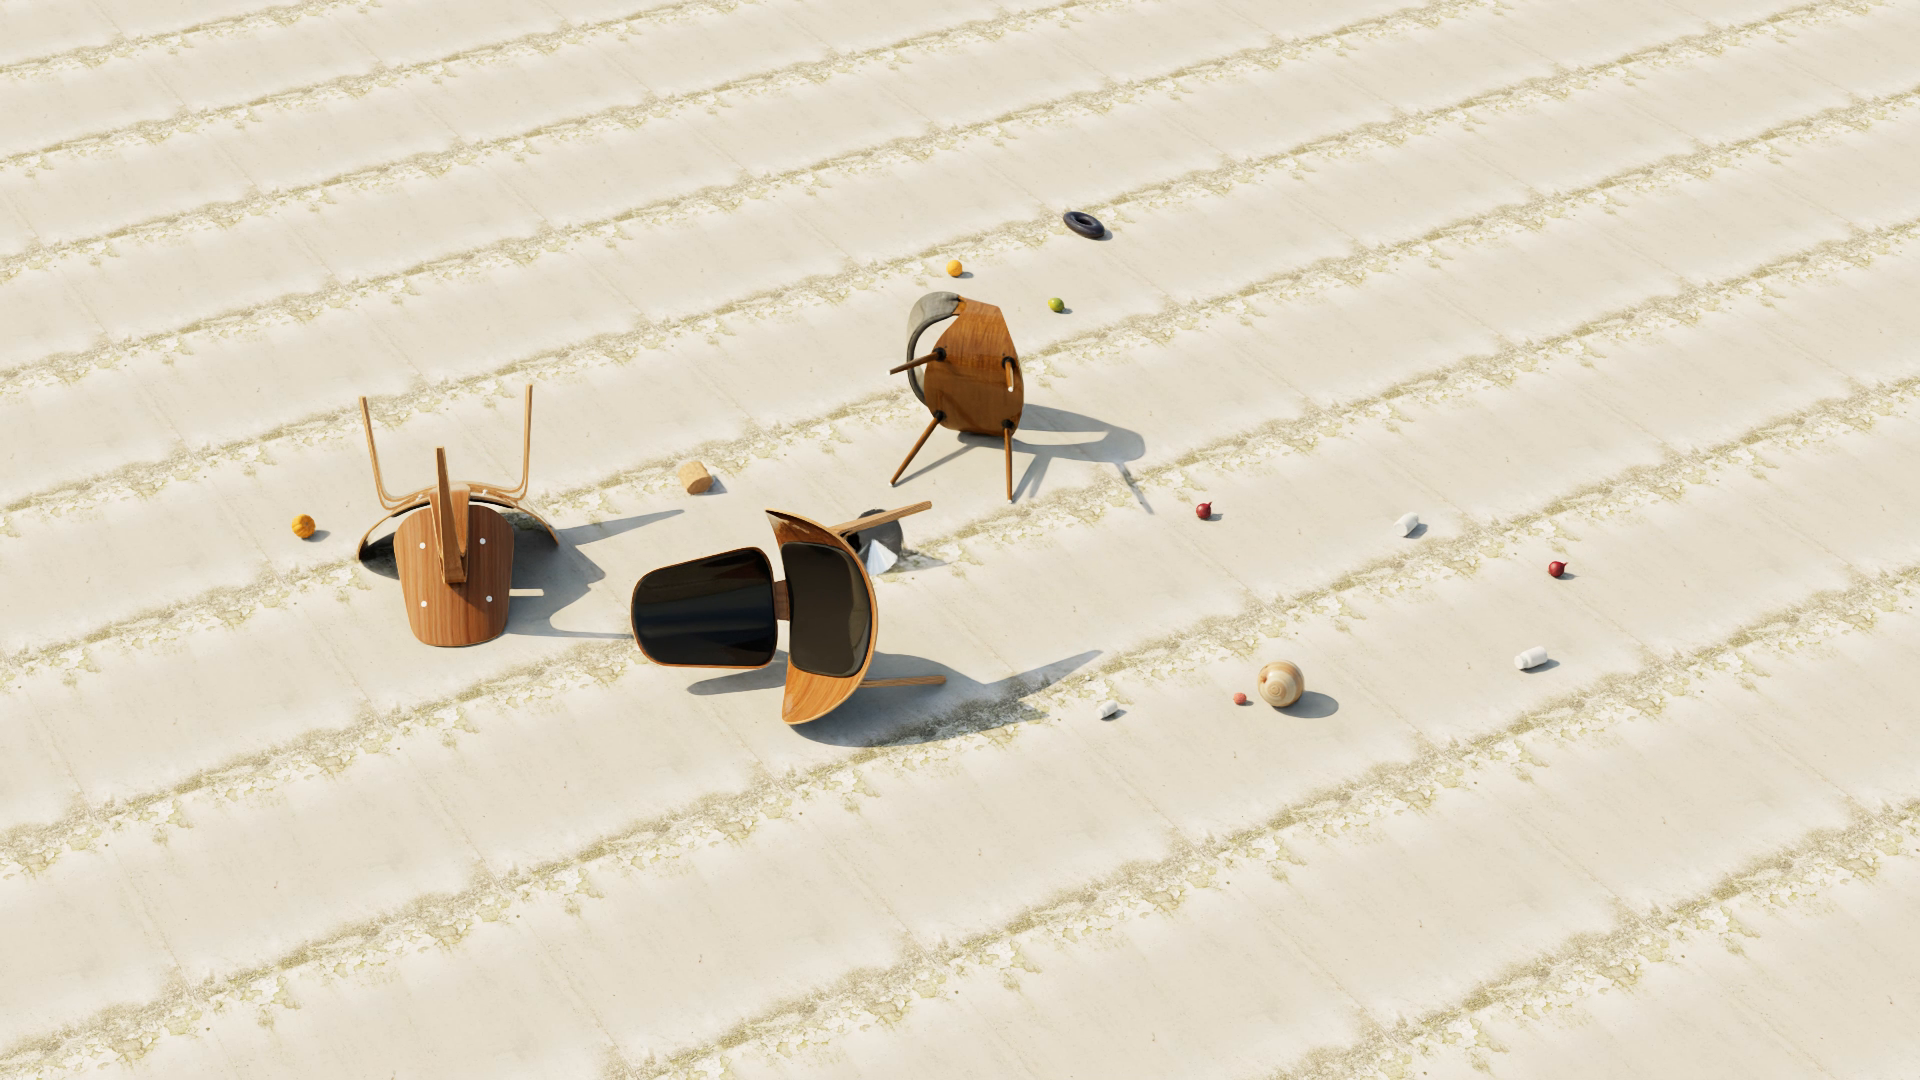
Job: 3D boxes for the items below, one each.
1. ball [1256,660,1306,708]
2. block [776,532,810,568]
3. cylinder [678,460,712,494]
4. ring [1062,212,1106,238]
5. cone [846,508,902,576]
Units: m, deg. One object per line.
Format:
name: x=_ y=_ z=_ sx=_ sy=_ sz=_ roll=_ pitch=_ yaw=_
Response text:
ball: x=1.100 y=0.490 z=10.051 sx=0.164 sy=0.164 sz=0.164 roll=0 pitch=33 yaw=0
block: x=-0.618 y=0.036 z=10.830 sx=0.086 sy=0.067 sz=0.114 roll=-17 pitch=37 yaw=-24
cylinder: x=-1.016 y=-0.240 z=11.245 sx=0.106 sy=0.065 sz=0.125 roll=-28 pitch=39 yaw=-8
ring: x=0.551 y=-1.402 z=13.027 sx=0.132 sy=0.050 sz=0.254 roll=-21 pitch=38 yaw=-31
cone: x=-0.322 y=-0.004 z=10.851 sx=0.206 sy=0.250 sz=0.235 roll=19 pitch=4 yaw=-5
